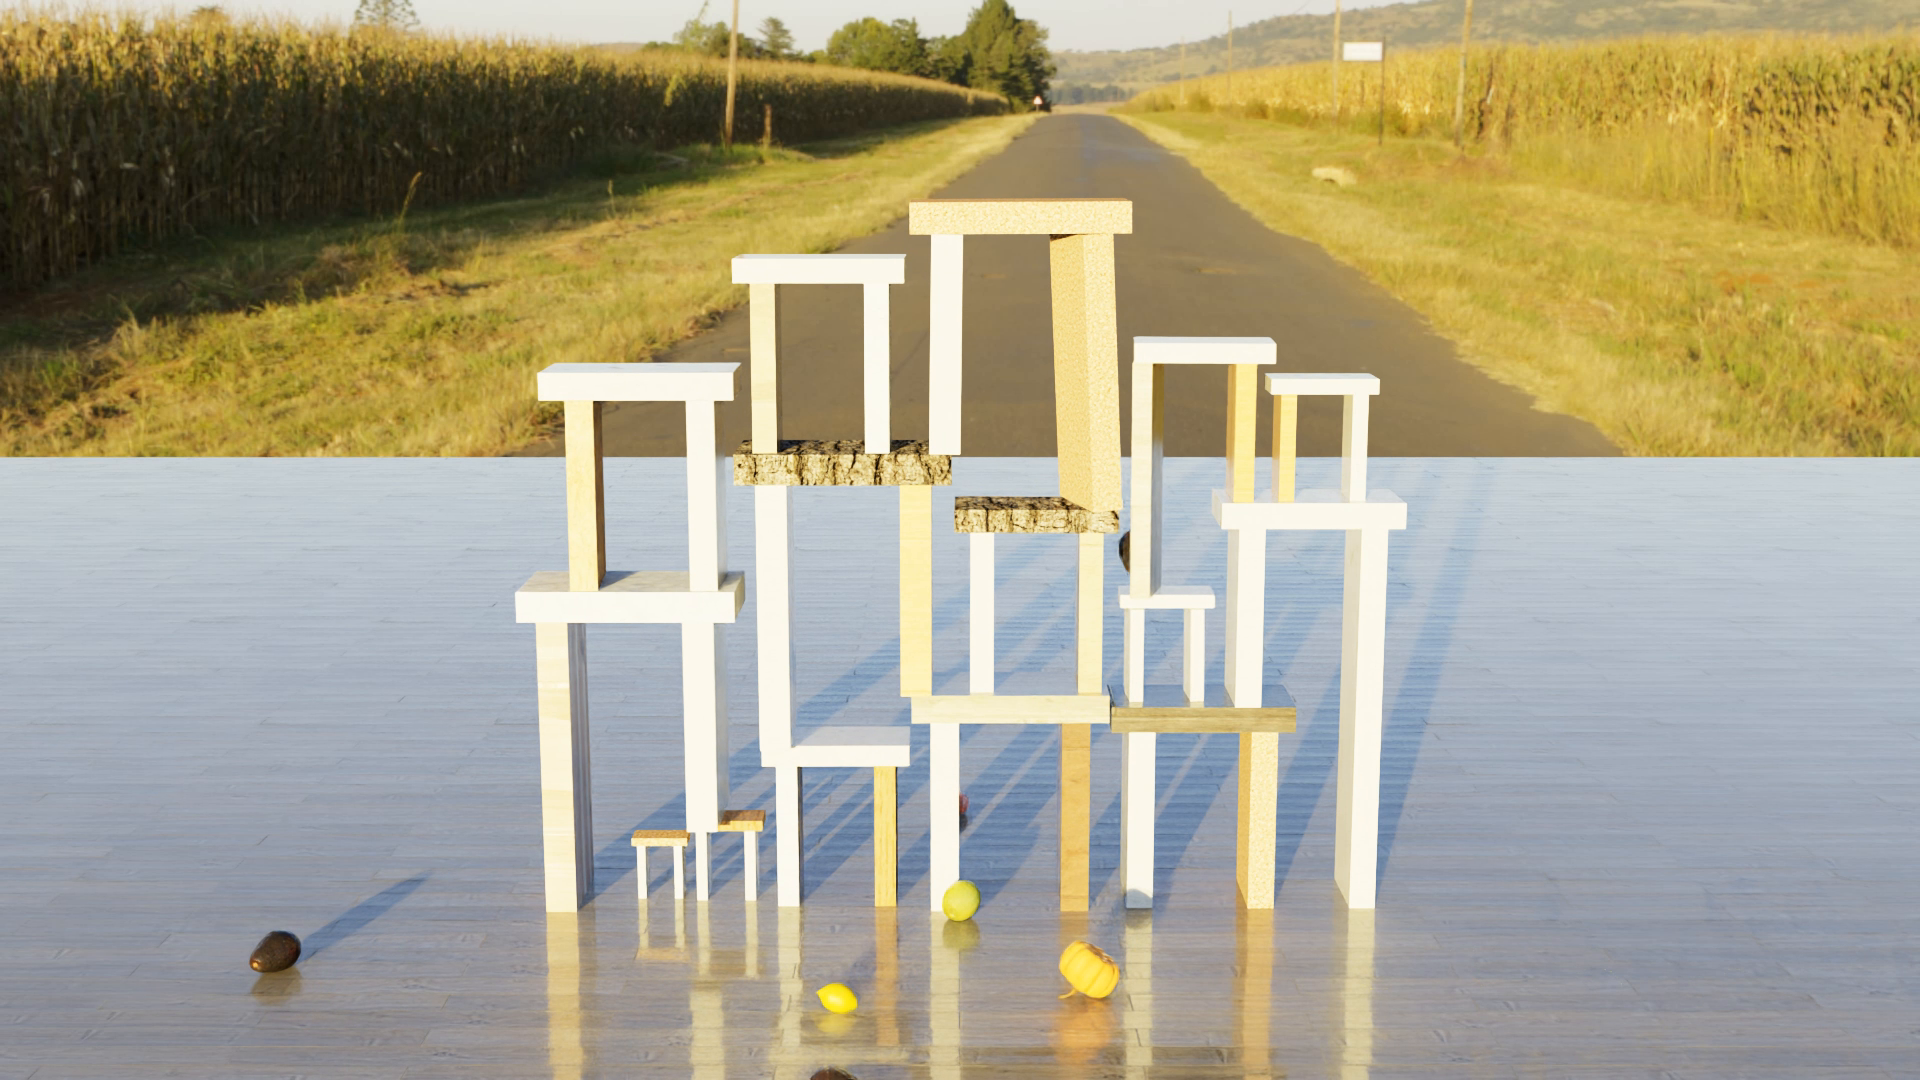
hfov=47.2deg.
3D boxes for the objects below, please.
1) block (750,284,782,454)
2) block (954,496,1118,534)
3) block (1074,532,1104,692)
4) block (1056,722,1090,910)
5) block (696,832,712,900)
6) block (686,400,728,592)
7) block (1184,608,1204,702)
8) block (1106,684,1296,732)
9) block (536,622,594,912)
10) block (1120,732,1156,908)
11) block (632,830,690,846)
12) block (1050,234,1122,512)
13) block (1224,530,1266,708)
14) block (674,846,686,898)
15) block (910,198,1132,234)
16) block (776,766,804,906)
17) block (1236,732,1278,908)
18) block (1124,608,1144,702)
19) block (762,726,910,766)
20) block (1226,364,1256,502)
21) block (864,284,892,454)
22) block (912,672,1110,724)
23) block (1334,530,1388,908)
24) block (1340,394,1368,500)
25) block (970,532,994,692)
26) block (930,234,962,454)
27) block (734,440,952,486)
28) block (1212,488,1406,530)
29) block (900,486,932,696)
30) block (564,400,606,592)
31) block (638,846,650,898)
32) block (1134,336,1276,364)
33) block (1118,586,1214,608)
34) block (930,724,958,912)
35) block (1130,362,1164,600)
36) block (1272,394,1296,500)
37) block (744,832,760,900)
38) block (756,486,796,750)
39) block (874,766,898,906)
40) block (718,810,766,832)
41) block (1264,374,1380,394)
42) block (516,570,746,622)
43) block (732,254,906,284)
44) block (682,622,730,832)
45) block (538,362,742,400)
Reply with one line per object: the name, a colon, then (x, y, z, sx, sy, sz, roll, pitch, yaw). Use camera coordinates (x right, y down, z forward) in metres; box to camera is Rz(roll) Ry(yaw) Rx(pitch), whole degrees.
block: (-0.308, -0.280, 3.503, 0.038, 0.266, 0.133, 0, 11, 0)
block: (0.122, -0.041, 3.557, 0.261, 0.037, 0.130, 0, 11, 0)
block: (0.209, 0.105, 3.584, 0.037, 0.261, 0.131, 0, 11, 0)
block: (0.187, 0.435, 3.636, 0.045, 0.317, 0.158, 0, 11, 0)
block: (-0.426, 0.532, 3.656, 0.017, 0.120, 0.060, 0, 11, 0)
block: (-0.407, -0.082, 3.540, 0.043, 0.304, 0.152, 0, 11, 0)
block: (0.383, 0.181, 3.599, 0.022, 0.152, 0.076, -1, 11, -3)
block: (0.393, 0.277, 3.615, 0.297, 0.042, 0.149, 0, 11, 0)
block: (-0.649, 0.353, 3.623, 0.049, 0.483, 0.173, 0, 11, 0)
block: (0.294, 0.443, 3.646, 0.042, 0.297, 0.149, 0, 11, 0)
block: (-0.496, 0.494, 3.650, 0.091, 0.013, 0.045, 0, 11, 0)
block: (0.200, -0.274, 3.512, 0.048, 0.434, 0.171, -6, 12, -15)
block: (0.464, 0.113, 3.583, 0.041, 0.292, 0.146, 0, 11, 0)
block: (-0.466, 0.546, 3.660, 0.013, 0.091, 0.045, 0, 11, 0)
block: (0.093, -0.511, 3.466, 0.342, 0.048, 0.171, 0, 11, 0)
block: (-0.281, 0.473, 3.646, 0.034, 0.239, 0.119, 0, 11, 0)
block: (0.492, 0.443, 3.646, 0.042, 0.297, 0.149, 0, 11, 0)
block: (0.284, 0.181, 3.598, 0.022, 0.152, 0.076, -1, 11, -3)
block: (-0.202, 0.339, 3.620, 0.239, 0.034, 0.119, 0, 11, 0)
block: (0.450, -0.178, 3.522, 0.031, 0.221, 0.110, 0, 11, 0)
block: (-0.130, -0.280, 3.503, 0.038, 0.266, 0.133, 0, 11, 0)
block: (0.081, 0.257, 3.603, 0.317, 0.045, 0.158, 0, 11, 0)
block: (0.658, 0.279, 3.614, 0.041, 0.631, 0.146, 0, 11, 0)
block: (0.633, -0.154, 3.529, 0.024, 0.170, 0.085, 0, 11, 0)
block: (0.035, 0.105, 3.584, 0.037, 0.261, 0.131, 0, 11, 0)
block: (-0.022, -0.318, 3.500, 0.048, 0.342, 0.171, 1, 11, 0)
block: (-0.184, -0.125, 3.533, 0.342, 0.048, 0.171, 0, 11, 0)
block: (0.561, -0.051, 3.553, 0.292, 0.041, 0.146, 0, 11, 0)
block: (-0.070, 0.067, 3.570, 0.048, 0.342, 0.171, 0, 11, 0)
block: (-0.602, -0.082, 3.541, 0.043, 0.304, 0.152, -1, 11, -4)
block: (-0.526, 0.546, 3.660, 0.013, 0.091, 0.045, 0, 11, 0)
block: (0.387, -0.303, 3.501, 0.221, 0.031, 0.110, 1, 11, 3)
block: (0.336, 0.093, 3.596, 0.152, 0.022, 0.076, 0, 11, 1)
block: (-0.025, 0.435, 3.636, 0.045, 0.317, 0.158, 0, 11, 0)
block: (0.302, -0.102, 3.546, 0.031, 0.380, 0.110, 3, 11, 15)
block: (0.520, -0.154, 3.529, 0.024, 0.170, 0.085, 0, 11, 0)
block: (-0.346, 0.532, 3.656, 0.017, 0.120, 0.060, 0, 11, 0)
block: (-0.298, 0.111, 3.576, 0.048, 0.431, 0.171, 0, 11, -1)
block: (-0.122, 0.473, 3.646, 0.034, 0.239, 0.119, 0, 11, 0)
block: (-0.385, 0.465, 3.642, 0.120, 0.017, 0.060, 0, 11, 0)
block: (0.577, -0.249, 3.511, 0.170, 0.024, 0.085, 0, 11, 0)
block: (-0.531, 0.091, 3.574, 0.346, 0.049, 0.173, 0, 11, 0)
block: (-0.220, -0.429, 3.474, 0.266, 0.038, 0.133, 0, 11, 0)
block: (-0.416, 0.286, 3.610, 0.049, 0.346, 0.173, 0, 11, 1)
block: (-0.508, -0.253, 3.511, 0.304, 0.043, 0.152, 0, 11, 0)
